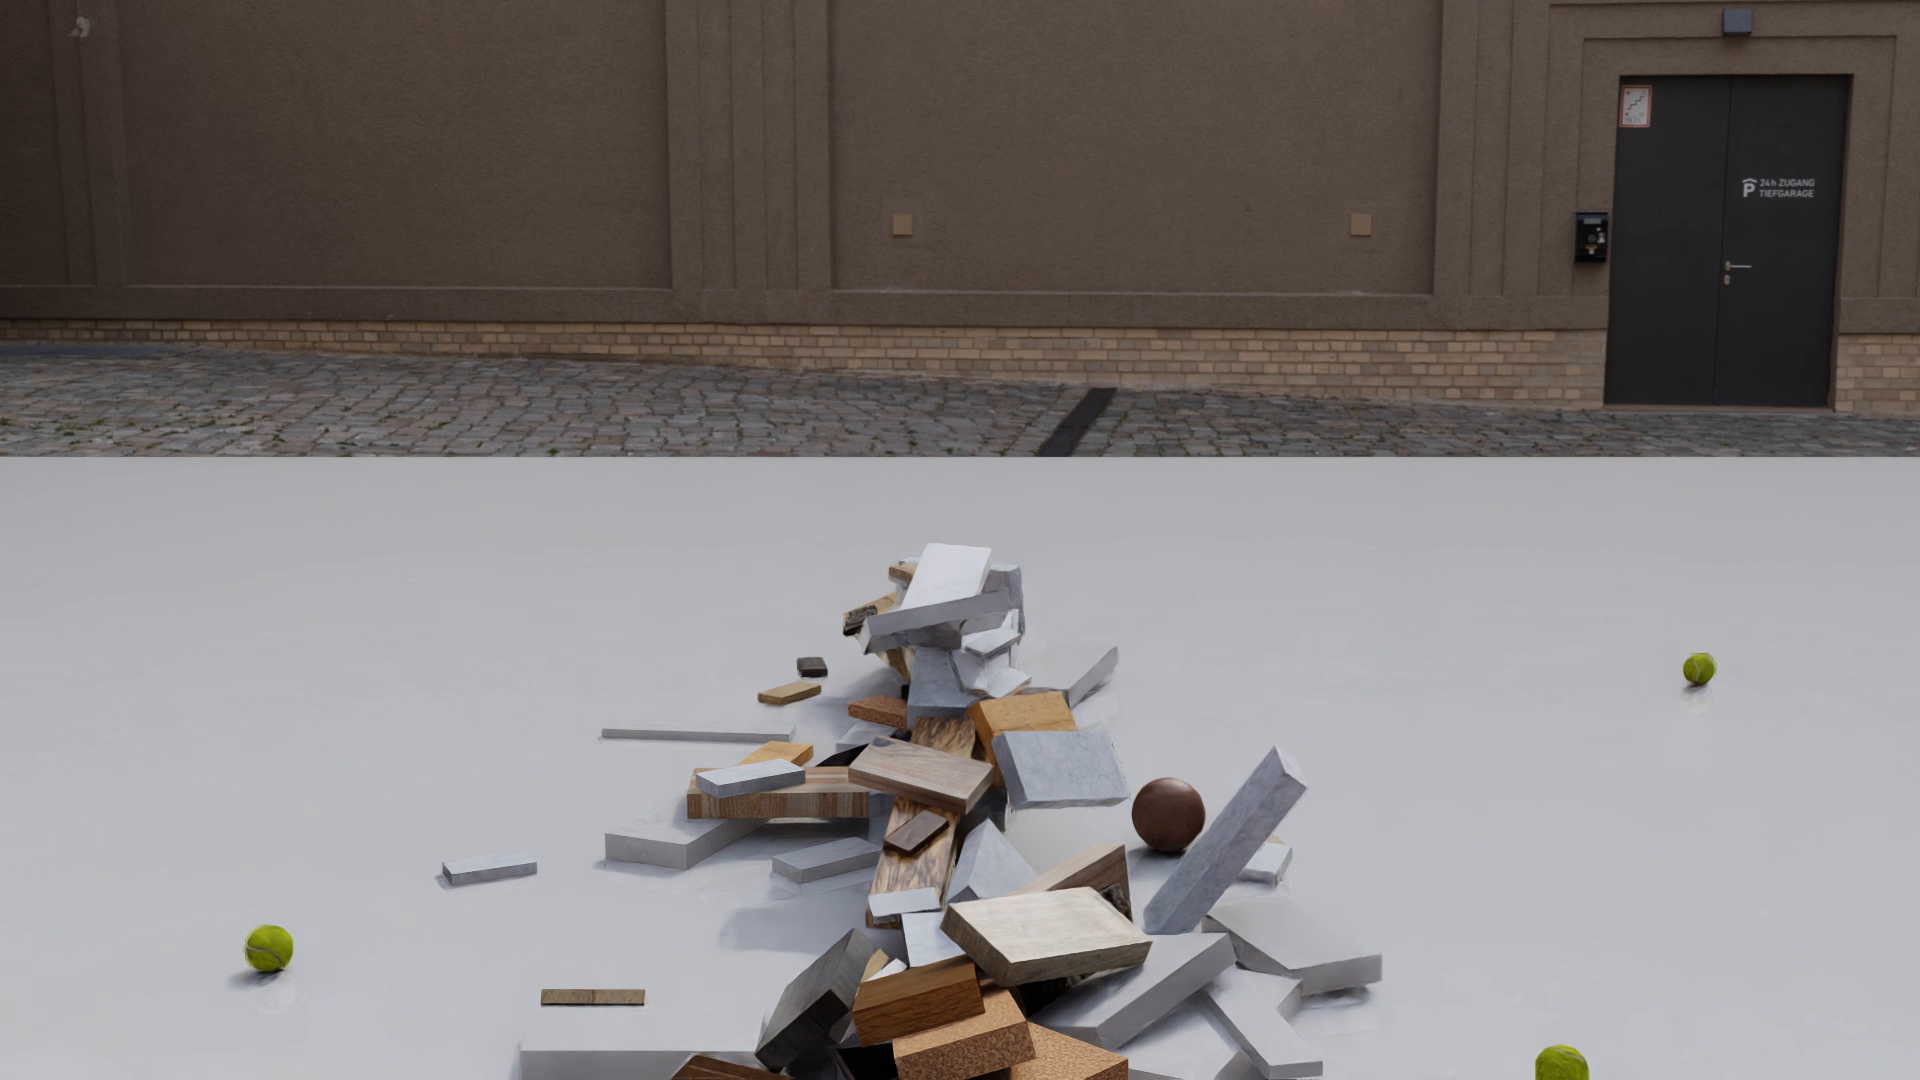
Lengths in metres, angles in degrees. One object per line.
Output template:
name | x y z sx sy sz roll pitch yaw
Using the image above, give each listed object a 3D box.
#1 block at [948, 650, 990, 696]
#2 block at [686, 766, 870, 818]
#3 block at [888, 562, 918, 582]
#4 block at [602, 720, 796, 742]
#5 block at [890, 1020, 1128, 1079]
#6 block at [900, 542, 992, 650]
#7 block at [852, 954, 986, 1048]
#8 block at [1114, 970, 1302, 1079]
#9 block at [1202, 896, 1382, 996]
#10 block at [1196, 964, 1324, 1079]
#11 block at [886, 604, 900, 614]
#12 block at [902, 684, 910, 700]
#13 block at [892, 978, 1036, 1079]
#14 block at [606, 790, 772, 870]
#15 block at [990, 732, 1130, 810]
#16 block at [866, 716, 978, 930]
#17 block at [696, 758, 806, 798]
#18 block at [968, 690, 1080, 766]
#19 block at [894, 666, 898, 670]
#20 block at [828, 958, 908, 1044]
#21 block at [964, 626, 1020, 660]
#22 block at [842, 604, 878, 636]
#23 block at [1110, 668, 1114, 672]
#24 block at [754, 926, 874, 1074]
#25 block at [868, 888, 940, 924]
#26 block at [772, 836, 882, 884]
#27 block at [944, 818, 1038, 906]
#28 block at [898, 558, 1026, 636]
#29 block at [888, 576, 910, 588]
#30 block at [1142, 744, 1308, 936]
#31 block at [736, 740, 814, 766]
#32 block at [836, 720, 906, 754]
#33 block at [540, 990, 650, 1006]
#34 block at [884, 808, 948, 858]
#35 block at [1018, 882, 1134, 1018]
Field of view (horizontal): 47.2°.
block | 0.015 0.233 3.830 0.049 0.014 0.098 10 34 -24
block | -0.327 0.458 4.000 0.324 0.046 0.162 0 11 -2
block | -0.074 0.076 4.565 0.139 0.020 0.069 17 17 40
block | -0.549 0.403 4.622 0.398 0.020 0.070 1 11 6
block | 0.030 0.691 2.720 0.173 0.049 0.347 10 14 43
block | -0.031 0.102 4.119 0.126 0.036 0.333 5 28 9
block | -0.053 0.601 2.891 0.160 0.045 0.320 -15 -5 -2
block | 0.336 0.684 3.042 0.157 0.044 0.393 5 12 26
block | 0.501 0.618 3.360 0.150 0.043 0.301 -6 10 -19
block | 0.391 0.650 3.045 0.073 0.021 0.414 -2 11 -12
block | -0.139 0.169 4.870 0.059 0.017 0.119 -12 18 22
block | -0.087 0.353 4.877 0.085 0.024 0.169 0 10 -1
block | -0.005 0.629 2.822 0.160 0.045 0.528 -15 -5 -4
block | -0.482 0.513 3.958 0.162 0.046 0.324 4 11 23
block | 0.171 0.389 3.728 0.253 0.126 0.036 5 -33 -44
block | -0.056 0.451 3.572 0.108 0.030 0.544 3 29 6
block | -0.377 0.429 3.963 0.176 0.025 0.088 -7 13 -33
block | 0.116 0.322 3.781 0.215 0.108 0.030 -3 -29 -47
block | -0.027 0.286 4.997 0.163 0.046 0.441 -10 11 -16
block | -0.130 0.653 3.120 0.021 0.075 0.149 33 21 17
block | 0.060 0.186 3.983 0.049 0.014 0.098 23 36 37
block | -0.223 0.181 4.925 0.059 0.017 0.119 -15 17 12
block | 0.281 0.305 5.139 0.085 0.024 0.169 7 13 33
block | -0.199 0.635 3.048 0.139 0.039 0.277 -42 3 8
block | -0.085 0.554 3.335 0.104 0.015 0.052 -6 29 -10
block | -0.227 0.552 3.803 0.176 0.025 0.088 -8 13 -38
block | 0.064 0.557 3.417 0.047 0.164 0.329 -39 4 11
block | 0.003 0.136 5.208 0.327 0.163 0.046 4 16 37
block | -0.082 0.088 4.596 0.069 0.020 0.139 -5 17 -37
block | 0.408 0.483 3.416 0.043 0.344 0.150 36 10 -5
block | -0.370 0.442 4.392 0.094 0.027 0.188 3 11 16
block | -0.181 0.408 4.576 0.094 0.027 0.227 2 11 13
block | -0.516 0.660 3.121 0.146 0.021 0.073 0 -31 0
block | -0.070 0.467 3.496 0.052 0.015 0.103 20 34 32
block | 0.173 0.606 3.191 0.039 0.139 0.277 -19 -2 34
